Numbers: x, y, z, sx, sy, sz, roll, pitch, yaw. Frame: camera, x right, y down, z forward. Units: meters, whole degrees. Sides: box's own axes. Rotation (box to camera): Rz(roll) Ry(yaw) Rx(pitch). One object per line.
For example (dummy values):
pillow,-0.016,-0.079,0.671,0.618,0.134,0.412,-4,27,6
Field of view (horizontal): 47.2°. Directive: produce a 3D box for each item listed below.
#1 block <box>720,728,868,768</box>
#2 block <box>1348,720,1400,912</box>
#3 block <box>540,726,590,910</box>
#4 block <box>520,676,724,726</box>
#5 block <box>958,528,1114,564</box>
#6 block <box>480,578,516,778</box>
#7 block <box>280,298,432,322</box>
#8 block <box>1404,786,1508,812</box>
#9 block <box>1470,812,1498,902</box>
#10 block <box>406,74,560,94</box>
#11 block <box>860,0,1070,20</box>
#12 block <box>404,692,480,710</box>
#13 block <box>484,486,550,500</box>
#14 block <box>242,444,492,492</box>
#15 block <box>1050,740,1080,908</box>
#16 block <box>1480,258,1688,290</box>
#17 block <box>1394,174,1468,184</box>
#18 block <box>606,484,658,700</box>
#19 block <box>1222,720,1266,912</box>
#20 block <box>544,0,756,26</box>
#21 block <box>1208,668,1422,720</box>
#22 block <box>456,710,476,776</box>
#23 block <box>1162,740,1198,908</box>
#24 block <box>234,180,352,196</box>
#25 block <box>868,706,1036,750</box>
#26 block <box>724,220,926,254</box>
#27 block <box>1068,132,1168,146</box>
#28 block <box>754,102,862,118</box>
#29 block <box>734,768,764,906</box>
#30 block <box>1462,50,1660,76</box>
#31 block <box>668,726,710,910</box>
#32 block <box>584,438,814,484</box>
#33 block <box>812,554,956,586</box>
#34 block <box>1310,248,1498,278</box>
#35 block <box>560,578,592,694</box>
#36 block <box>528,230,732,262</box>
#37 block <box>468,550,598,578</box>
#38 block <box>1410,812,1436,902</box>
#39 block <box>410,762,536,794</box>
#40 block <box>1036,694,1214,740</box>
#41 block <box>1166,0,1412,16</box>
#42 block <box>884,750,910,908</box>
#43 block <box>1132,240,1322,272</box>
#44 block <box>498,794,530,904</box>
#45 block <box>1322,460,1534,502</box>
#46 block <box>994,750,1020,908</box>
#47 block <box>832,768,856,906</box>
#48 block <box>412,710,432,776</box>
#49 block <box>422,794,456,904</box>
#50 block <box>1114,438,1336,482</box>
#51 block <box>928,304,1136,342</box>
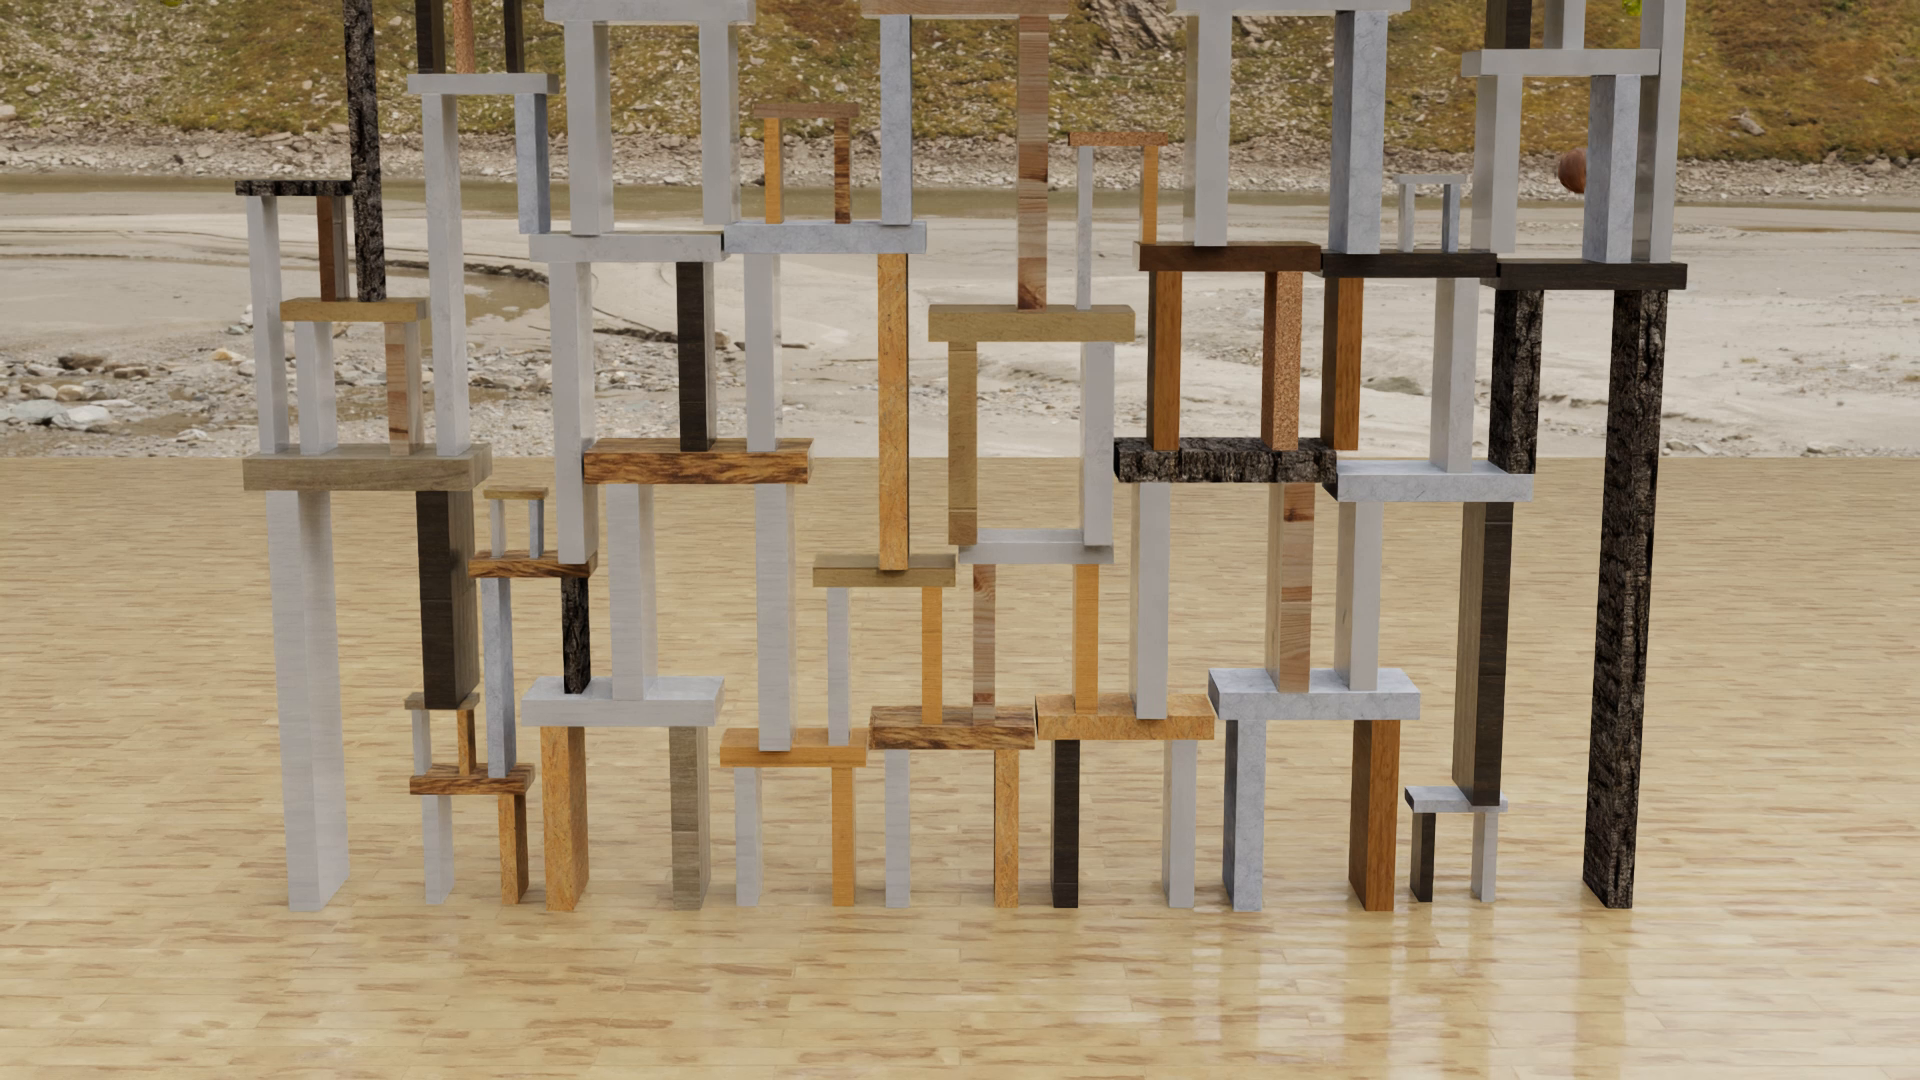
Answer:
block,-0.271,0.341,3.621,0.237,0.034,0.118,0,11,0
block,0.684,0.432,3.635,0.046,0.322,0.161,0,11,0
block,-0.653,0.438,3.637,0.044,0.311,0.155,0,11,0
block,-0.549,0.264,3.605,0.310,0.044,0.155,0,11,0
block,0.121,0.010,3.564,0.247,0.035,0.124,0,11,0
block,-0.755,0.215,3.604,0.027,0.333,0.096,0,11,0
block,-0.959,-0.367,3.497,0.212,0.030,0.106,0,11,0
block,0.820,0.429,3.635,0.154,0.022,0.077,0,11,0
block,0.871,0.515,3.651,0.022,0.154,0.077,0,11,0
block,-0.741,-0.710,3.426,0.214,0.030,0.107,0,11,0
block,0.007,-0.832,3.400,0.316,0.045,0.158,0,11,0
block,-0.848,0.264,3.605,0.111,0.016,0.055,0,10,0
block,-0.714,-0.076,3.540,0.096,0.014,0.048,1,10,0
block,-0.949,-0.118,3.542,0.355,0.050,0.177,0,11,0
block,0.173,0.450,3.645,0.040,0.284,0.142,0,11,0
block,0.983,-0.421,3.481,0.289,0.041,0.144,0,11,0
block,0.738,-0.567,3.452,0.105,0.015,0.053,0,11,0
block,-0.532,0.068,3.577,0.050,0.350,0.175,0,11,0
block,0.469,0.432,3.635,0.046,0.322,0.161,0,11,0
block,-0.477,-0.823,3.406,0.307,0.043,0.153,0,11,0
block,0.577,0.252,3.602,0.322,0.046,0.161,0,11,0
block,-0.811,0.326,3.617,0.016,0.111,0.055,0,11,0
block,0.363,0.450,3.645,0.040,0.284,0.142,0,11,0
block,-1.045,-0.554,3.461,0.164,0.023,0.082,0,11,0
block,-0.013,0.308,3.615,0.268,0.038,0.134,0,11,0
block,-0.209,-0.479,3.472,0.310,0.044,0.155,0,11,0
block,0.246,-0.629,3.445,0.151,0.021,0.076,0,11,0
block,-0.237,-0.670,3.431,0.162,0.023,0.081,0,11,0
block,-0.349,0.474,3.645,0.034,0.237,0.118,0,11,0
block,0.931,-0.742,3.421,0.271,0.038,0.135,0,11,0
block,-0.446,0.438,3.637,0.044,0.310,0.155,0,11,0
block,-0.415,-0.128,3.541,0.350,0.050,0.175,0,11,0
block,-0.121,0.049,3.571,0.228,0.032,0.114,0,11,0
block,0.698,-0.438,3.480,0.270,0.038,0.135,0,11,0
block,-0.627,0.146,3.591,0.027,0.193,0.096,0,11,0
block,-0.518,-0.465,3.475,0.297,0.042,0.148,0,11,0
block,-0.691,0.038,3.569,0.193,0.027,0.096,0,11,-1
block,0.768,0.515,3.651,0.022,0.154,0.077,0,11,0
block,-0.803,0.394,3.628,0.187,0.027,0.094,0,11,0
block,0.268,0.290,3.616,0.284,0.040,0.142,0,11,0
block,0.504,-0.841,3.402,0.354,0.050,0.177,0,11,0
block,-0.102,0.458,3.643,0.038,0.268,0.134,0,11,0
block,0.418,-0.448,3.472,0.281,0.040,0.140,0,11,0
block,-0.741,0.499,3.648,0.027,0.187,0.094,0,11,0
block,0.749,-0.096,3.542,0.308,0.044,0.154,0,11,0
block,0.076,0.458,3.643,0.038,0.268,0.134,0,11,0
block,-0.192,0.474,3.645,0.034,0.237,0.118,0,11,0
block,-0.885,0.326,3.617,0.016,0.111,0.055,0,11,0
block,-0.865,0.499,3.648,0.027,0.187,0.094,0,11,0
block,0.420,-0.129,3.533,0.340,0.048,0.170,0,11,0
block,0.112,-0.345,3.492,0.321,0.046,0.161,0,11,0
